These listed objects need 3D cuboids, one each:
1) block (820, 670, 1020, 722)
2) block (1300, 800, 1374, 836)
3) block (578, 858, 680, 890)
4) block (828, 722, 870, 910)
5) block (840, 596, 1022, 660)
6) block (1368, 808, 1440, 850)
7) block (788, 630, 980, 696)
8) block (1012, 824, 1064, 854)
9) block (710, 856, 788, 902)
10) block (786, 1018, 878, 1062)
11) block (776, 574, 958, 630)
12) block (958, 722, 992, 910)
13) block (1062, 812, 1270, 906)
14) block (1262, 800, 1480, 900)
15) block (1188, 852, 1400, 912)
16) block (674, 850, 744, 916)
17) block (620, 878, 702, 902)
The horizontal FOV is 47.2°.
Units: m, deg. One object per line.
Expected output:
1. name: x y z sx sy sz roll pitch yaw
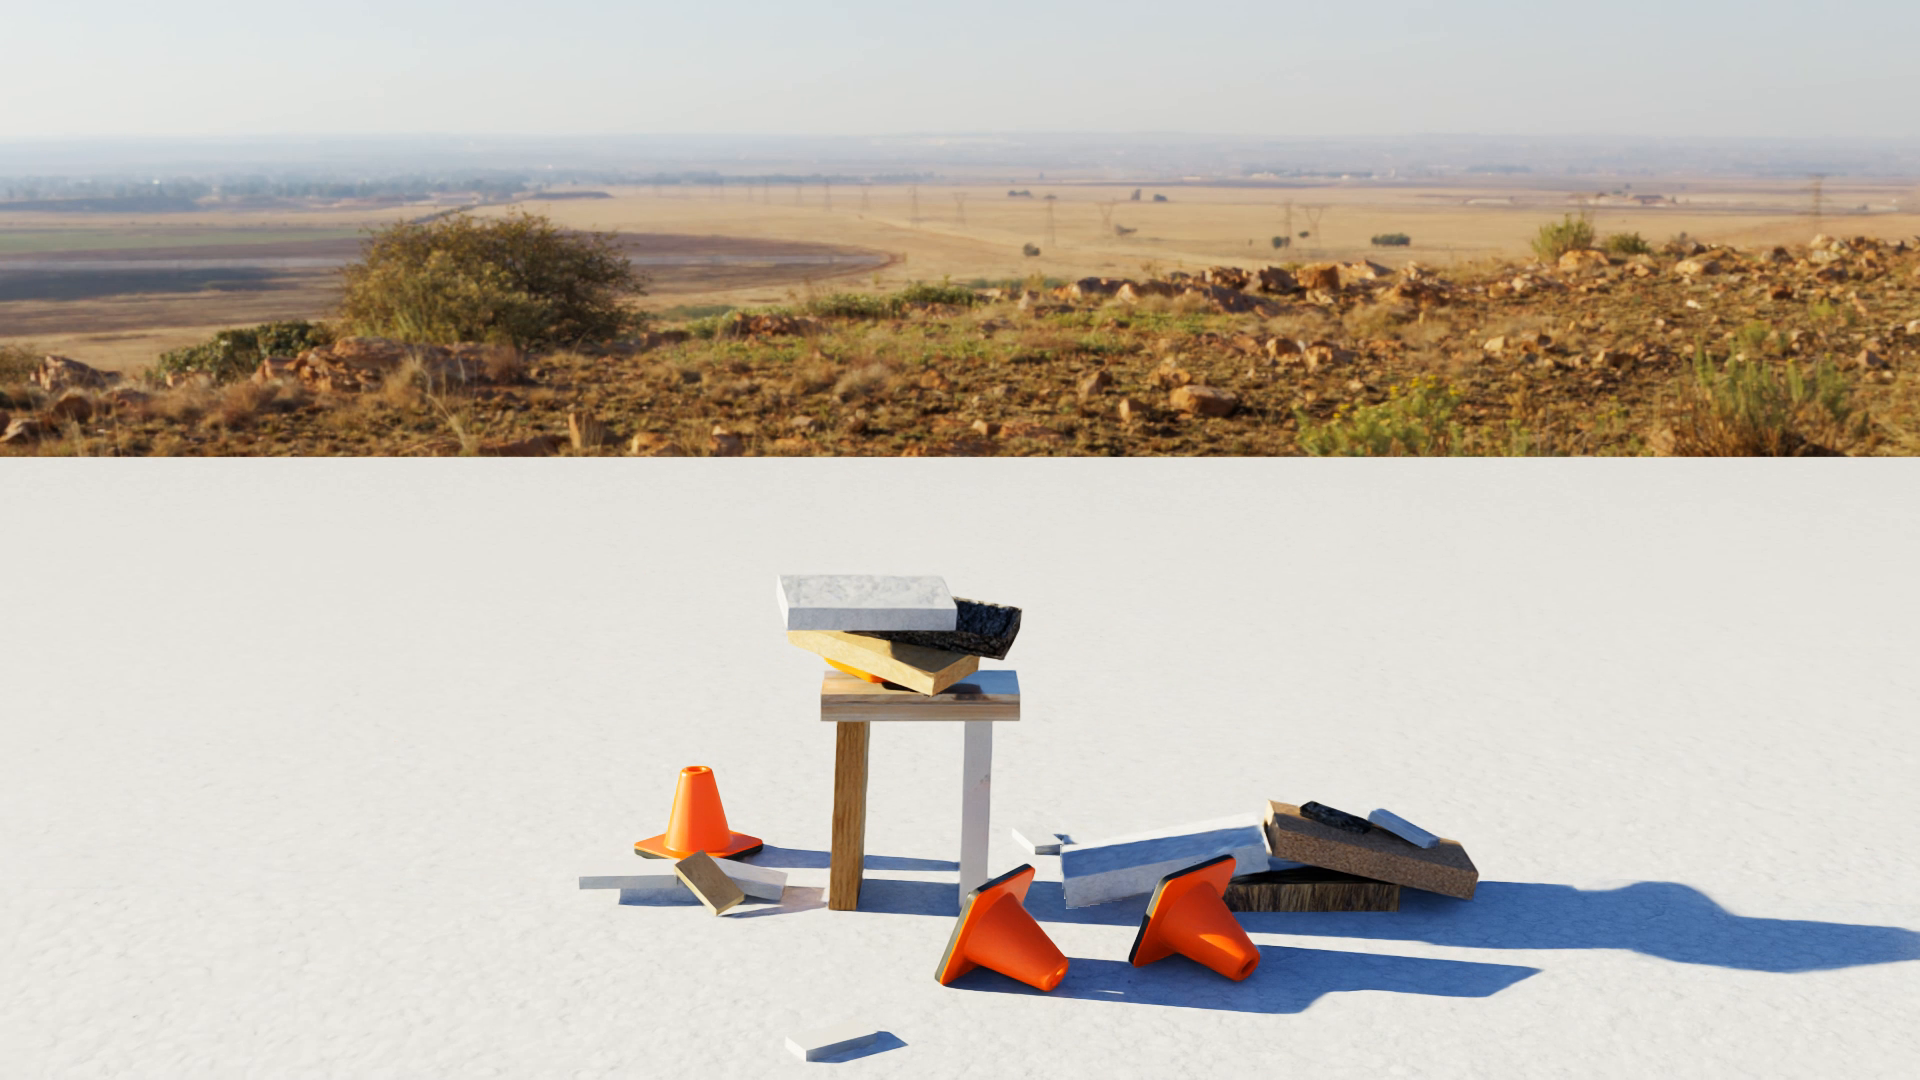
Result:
1. block: -0.064 0.254 3.597 0.320 0.045 0.160 0 11 -1
2. block: 0.628 0.465 3.672 0.111 0.016 0.055 18 11 25
3. block: -0.550 0.557 3.663 0.160 0.023 0.080 -1 11 -4
4. block: -0.182 0.432 3.638 0.045 0.320 0.160 3 11 1
5. block: -0.046 0.131 3.600 0.272 0.039 0.136 9 21 10
6. block: 0.741 0.482 3.670 0.111 0.016 0.055 27 12 31
7. block: -0.124 0.172 3.581 0.286 0.039 0.136 18 24 29
8. block: 0.139 0.535 3.924 0.055 0.016 0.111 -4 11 -19
9. block: -0.371 0.562 3.667 0.160 0.023 0.080 12 10 0
10. block: -0.178 0.695 3.058 0.114 0.016 0.057 -7 12 -32
11. block: -0.152 0.100 3.546 0.272 0.039 0.136 1 22 -12
12. block: 0.026 0.433 3.638 0.045 0.320 0.160 2 11 0
13. block: 0.338 0.529 3.656 0.332 0.047 0.166 -11 10 3
14. block: 0.678 0.513 3.650 0.332 0.047 0.166 13 10 0
15. block: 0.549 0.567 3.661 0.332 0.047 0.166 0 11 0
16. block: -0.411 0.560 3.601 0.057 0.016 0.114 -26 54 -35
17. block: -0.481 0.578 3.671 0.160 0.023 0.080 0 11 1
